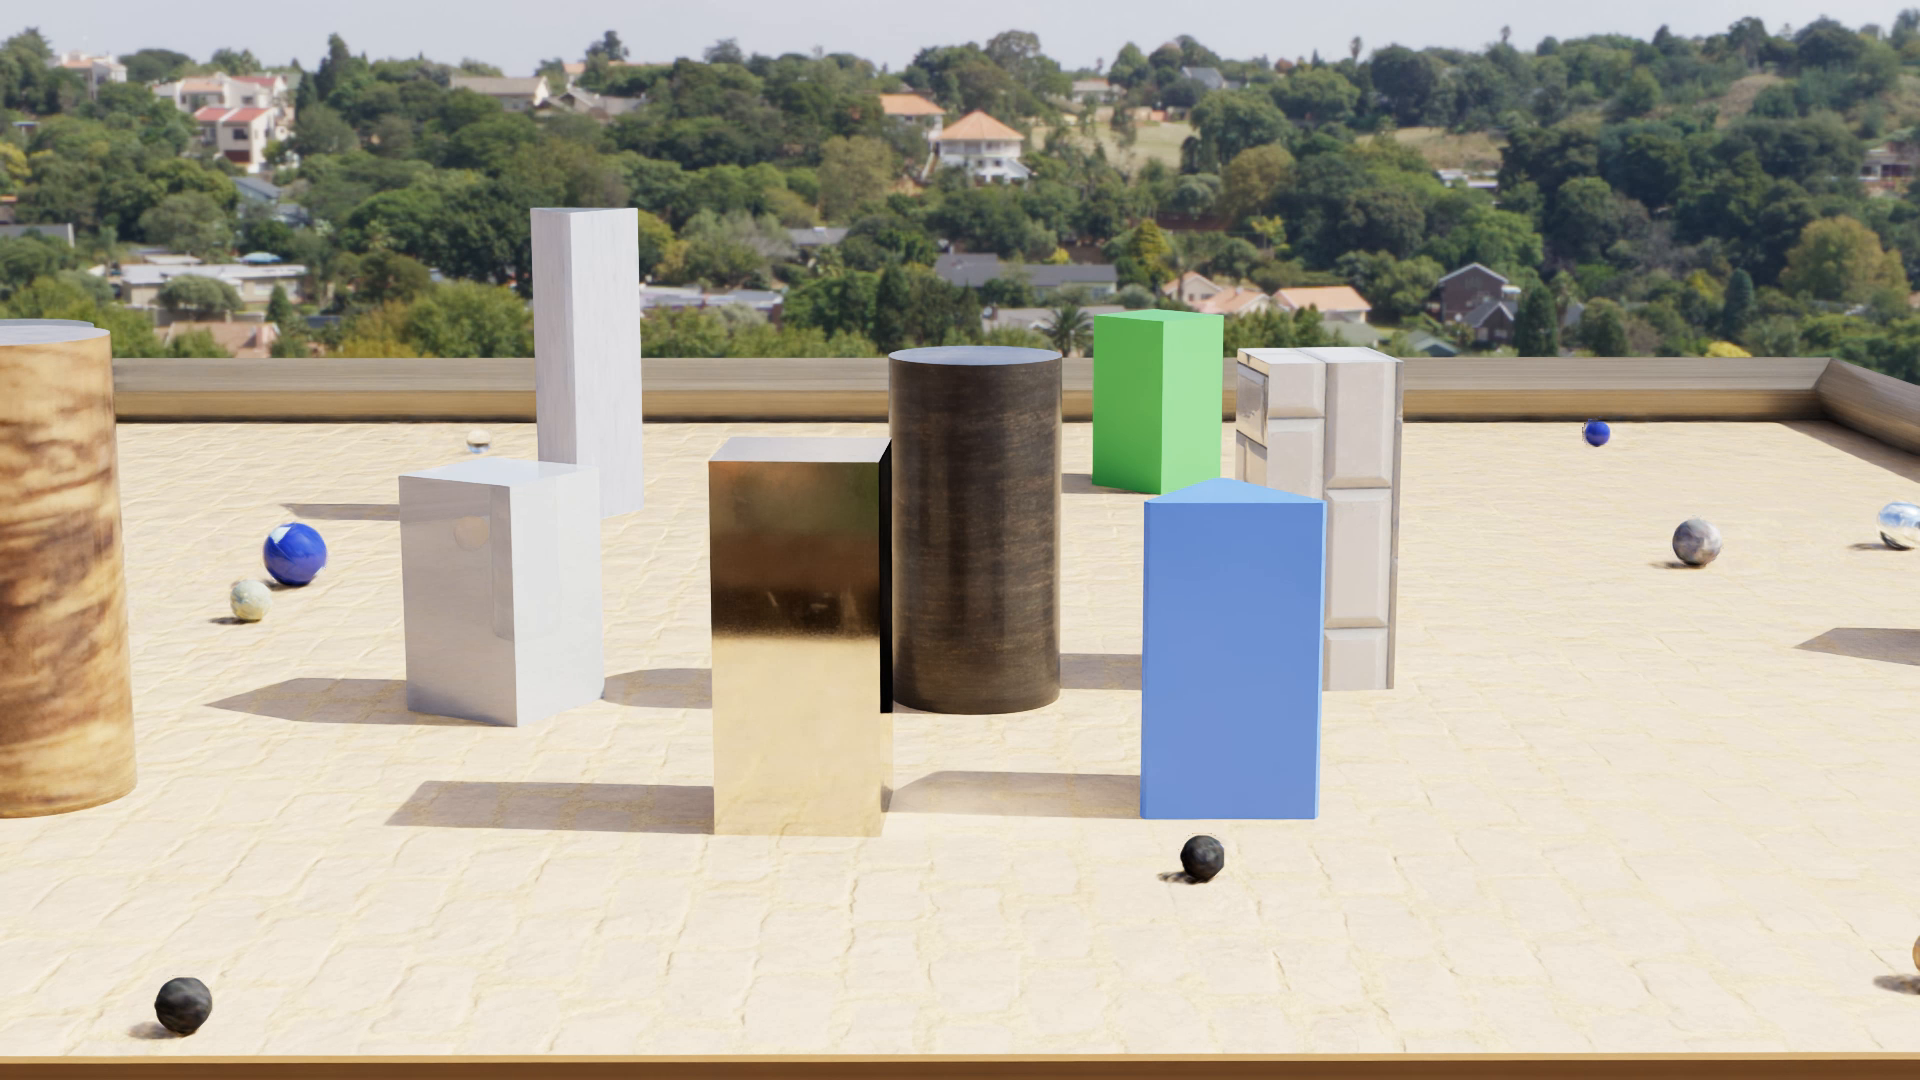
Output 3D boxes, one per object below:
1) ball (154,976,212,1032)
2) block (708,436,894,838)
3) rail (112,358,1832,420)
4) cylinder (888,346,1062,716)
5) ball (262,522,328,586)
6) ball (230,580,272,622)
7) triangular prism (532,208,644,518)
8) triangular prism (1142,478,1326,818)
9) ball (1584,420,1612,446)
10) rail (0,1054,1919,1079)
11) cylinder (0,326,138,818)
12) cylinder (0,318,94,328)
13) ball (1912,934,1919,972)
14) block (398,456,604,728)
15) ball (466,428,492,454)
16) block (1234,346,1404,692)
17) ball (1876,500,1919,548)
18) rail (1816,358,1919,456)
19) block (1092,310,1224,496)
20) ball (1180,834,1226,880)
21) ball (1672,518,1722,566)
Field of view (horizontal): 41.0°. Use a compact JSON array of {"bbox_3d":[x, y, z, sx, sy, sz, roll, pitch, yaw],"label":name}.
[{"bbox_3d":[-0.592,0.354,1.958,0.042,0.042,0.042,0,10,0],"label":"ball"},{"bbox_3d":[-0.151,0.091,2.503,0.160,0.363,0.160,1,10,3],"label":"block"},{"bbox_3d":[-0.011,-0.308,5.297,3.638,0.130,0.045,0,10,0],"label":"rail"},{"bbox_3d":[0.017,-0.016,2.976,0.200,0.400,0.200,0,10,0],"label":"cylinder"},{"bbox_3d":[-0.942,0.020,3.634,0.090,0.090,0.090,0,10,0],"label":"ball"},{"bbox_3d":[-0.941,0.080,3.405,0.055,0.055,0.055,0,10,0],"label":"ball"},{"bbox_3d":[-0.636,-0.291,4.197,0.150,0.497,0.173,7,12,32],"label":"triangular prism"},{"bbox_3d":[0.264,0.105,2.560,0.173,0.314,0.150,0,10,0],"label":"triangular prism"},{"bbox_3d":[1.234,-0.206,4.964,0.051,0.051,0.051,0,10,0],"label":"ball"},{"bbox_3d":[0.011,0.375,1.601,3.638,0.130,0.045,0,10,0],"label":"rail"},{"bbox_3d":[-0.941,0.027,2.569,0.200,0.464,0.200,0,10,0],"label":"cylinder"},{"bbox_3d":[-1.085,-0.027,2.941,0.200,0.435,0.200,0,10,0],"label":"cylinder"},{"bbox_3d":[0.789,0.332,2.052,0.052,0.052,0.052,0,10,0],"label":"ball"},{"bbox_3d":[-0.523,0.055,2.941,0.160,0.273,0.160,6,12,29],"label":"block"},{"bbox_3d":[-0.913,-0.187,4.871,0.049,0.049,0.049,0,10,0],"label":"ball"},{"bbox_3d":[0.424,-0.027,3.068,0.160,0.389,0.160,-1,11,-7],"label":"block"},{"bbox_3d":[1.436,-0.023,3.916,0.074,0.074,0.074,0,10,0],"label":"ball"},{"bbox_3d":[1.795,0.031,3.459,0.045,0.130,3.806,0,10,0],"label":"rail"},{"bbox_3d":[0.346,-0.245,4.493,0.160,0.299,0.160,-10,15,-44],"label":"block"},{"bbox_3d":[0.220,0.287,2.326,0.040,0.040,0.040,0,10,0],"label":"ball"},{"bbox_3d":[1.085,0.003,3.778,0.071,0.071,0.071,0,10,0],"label":"ball"}]
